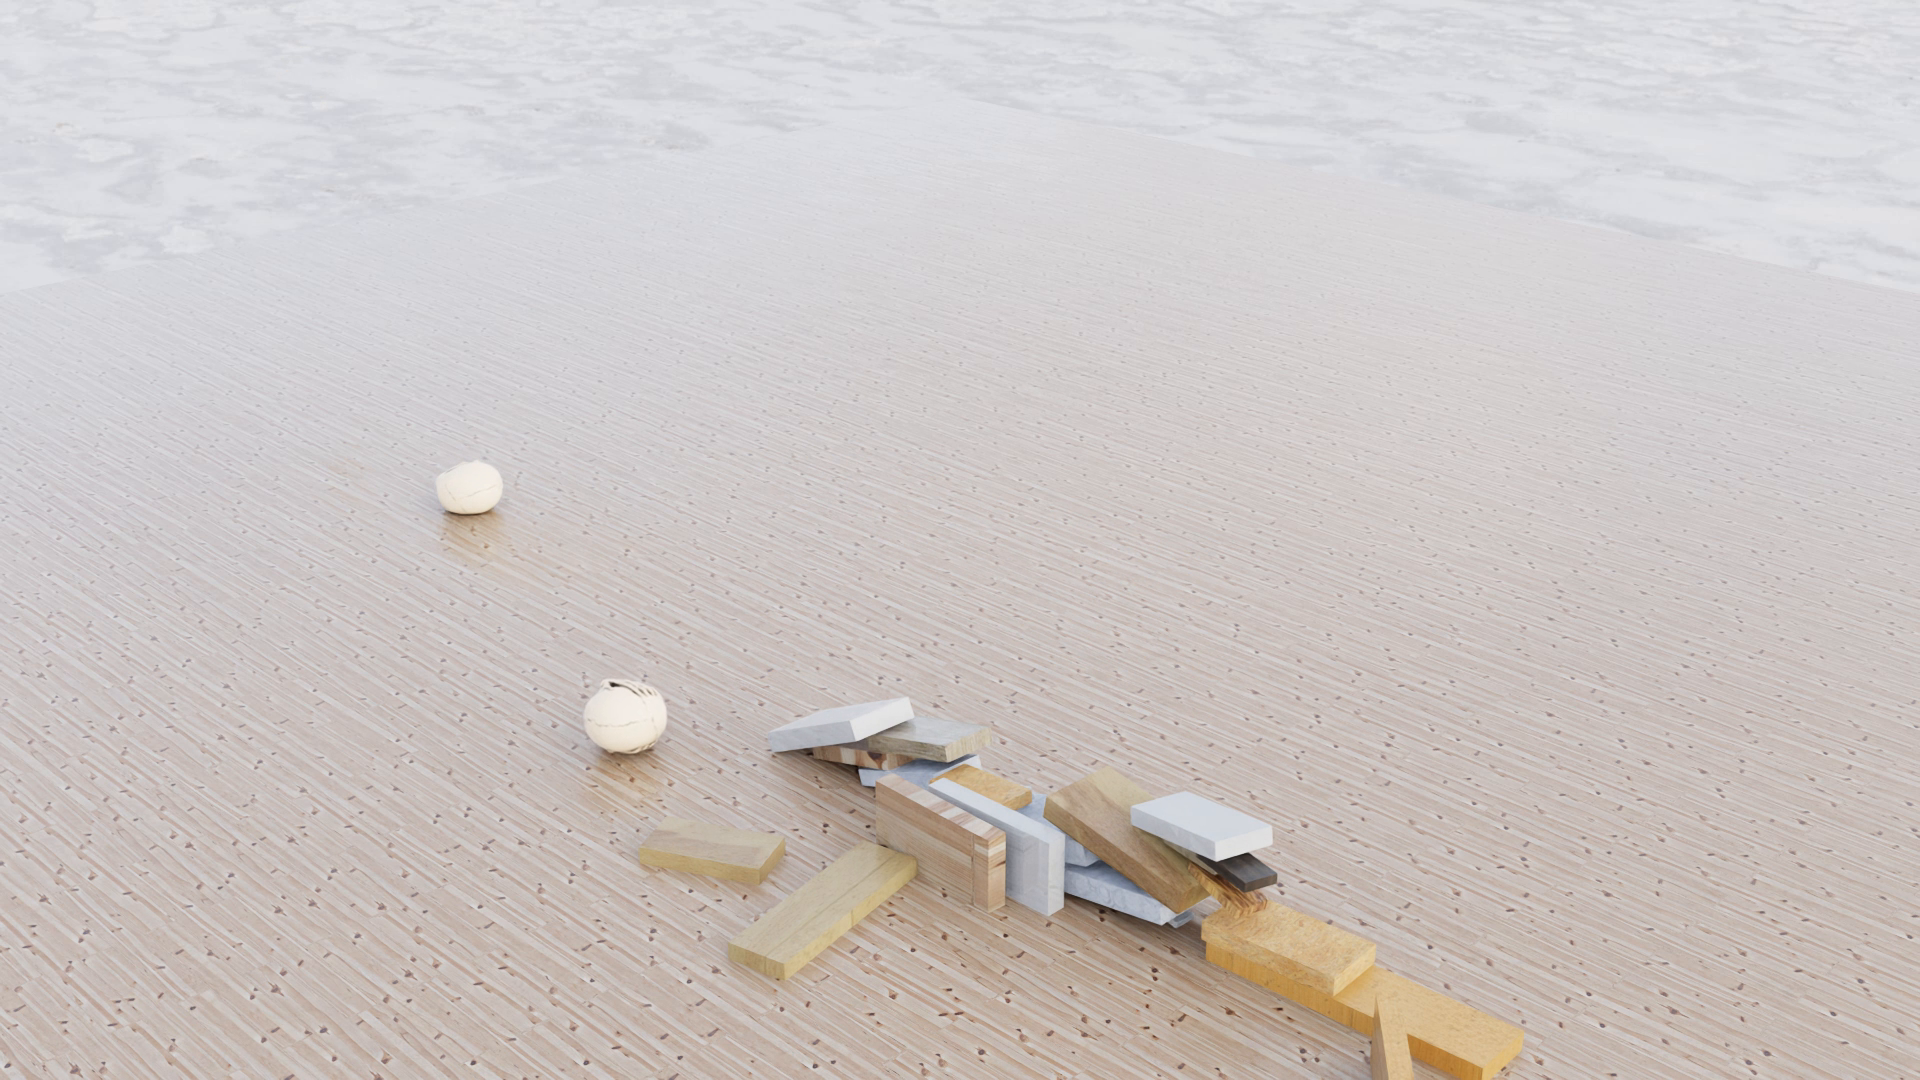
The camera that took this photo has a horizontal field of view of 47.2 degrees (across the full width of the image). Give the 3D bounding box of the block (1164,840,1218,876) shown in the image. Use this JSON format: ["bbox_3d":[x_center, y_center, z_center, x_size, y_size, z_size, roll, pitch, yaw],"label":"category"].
[{"bbox_3d":[0.442,0.560,3.993,0.071,0.020,0.142,-13,26,-33],"label":"block"}]

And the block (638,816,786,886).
[{"bbox_3d":[-0.483,0.605,4.289,0.254,0.036,0.127,8,24,17],"label":"block"}]

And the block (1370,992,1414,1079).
[{"bbox_3d":[0.697,0.866,3.543,0.039,0.138,0.276,2,23,5],"label":"block"}]

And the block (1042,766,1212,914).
[{"bbox_3d":[0.337,0.553,4.083,0.171,0.048,0.342,-21,41,-40],"label":"block"}]

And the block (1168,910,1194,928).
[{"bbox_3d":[0.385,0.684,4.099,0.047,0.013,0.095,-21,42,-40],"label":"block"}]

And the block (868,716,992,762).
[{"bbox_3d":[-0.063,0.403,4.474,0.124,0.035,0.247,-20,15,-39],"label":"block"}]

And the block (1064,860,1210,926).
[{"bbox_3d":[0.306,0.628,4.151,0.171,0.048,0.342,-21,22,-40],"label":"block"}]

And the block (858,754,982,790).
[{"bbox_3d":[-0.083,0.471,4.501,0.124,0.035,0.247,-20,10,-38],"label":"block"}]

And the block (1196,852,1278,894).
[{"bbox_3d":[0.490,0.577,3.899,0.071,0.020,0.142,-11,24,-28],"label":"block"}]

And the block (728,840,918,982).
[{"bbox_3d":[-0.250,0.685,4.101,0.127,0.036,0.425,14,27,30],"label":"block"}]

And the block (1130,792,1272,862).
[{"bbox_3d":[0.436,0.518,3.994,0.127,0.036,0.254,-11,14,-30],"label":"block"}]

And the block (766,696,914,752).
[{"bbox_3d":[-0.253,0.388,4.617,0.157,0.044,0.314,-20,4,-38],"label":"block"}]

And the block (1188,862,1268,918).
[{"bbox_3d":[0.480,0.618,3.937,0.071,0.020,0.142,-12,35,-30],"label":"block"}]

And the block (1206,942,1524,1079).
[{"bbox_3d":[0.698,0.793,3.841,0.559,0.039,0.138,19,30,38],"label":"block"}]

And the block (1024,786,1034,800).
[{"bbox_3d":[0.048,0.517,4.393,0.096,0.027,0.192,-21,10,-39],"label":"block"}]

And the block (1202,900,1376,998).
[{"bbox_3d":[0.584,0.716,3.922,0.276,0.039,0.138,18,29,37],"label":"block"}]

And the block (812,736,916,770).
[{"bbox_3d":[-0.185,0.434,4.611,0.124,0.035,0.247,-20,15,-40],"label":"block"}]

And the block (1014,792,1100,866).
[{"bbox_3d":[0.175,0.557,4.273,0.171,0.048,0.342,-21,16,-41],"label":"block"}]

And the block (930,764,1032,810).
[{"bbox_3d":[0.040,0.492,4.310,0.096,0.027,0.192,-22,25,-37],"label":"block"}]

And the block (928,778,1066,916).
[{"bbox_3d":[0.066,0.582,4.188,0.314,0.157,0.044,21,30,40],"label":"block"}]

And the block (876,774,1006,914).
[{"bbox_3d":[-0.040,0.577,4.201,0.044,0.157,0.314,-20,30,-39],"label":"block"}]
